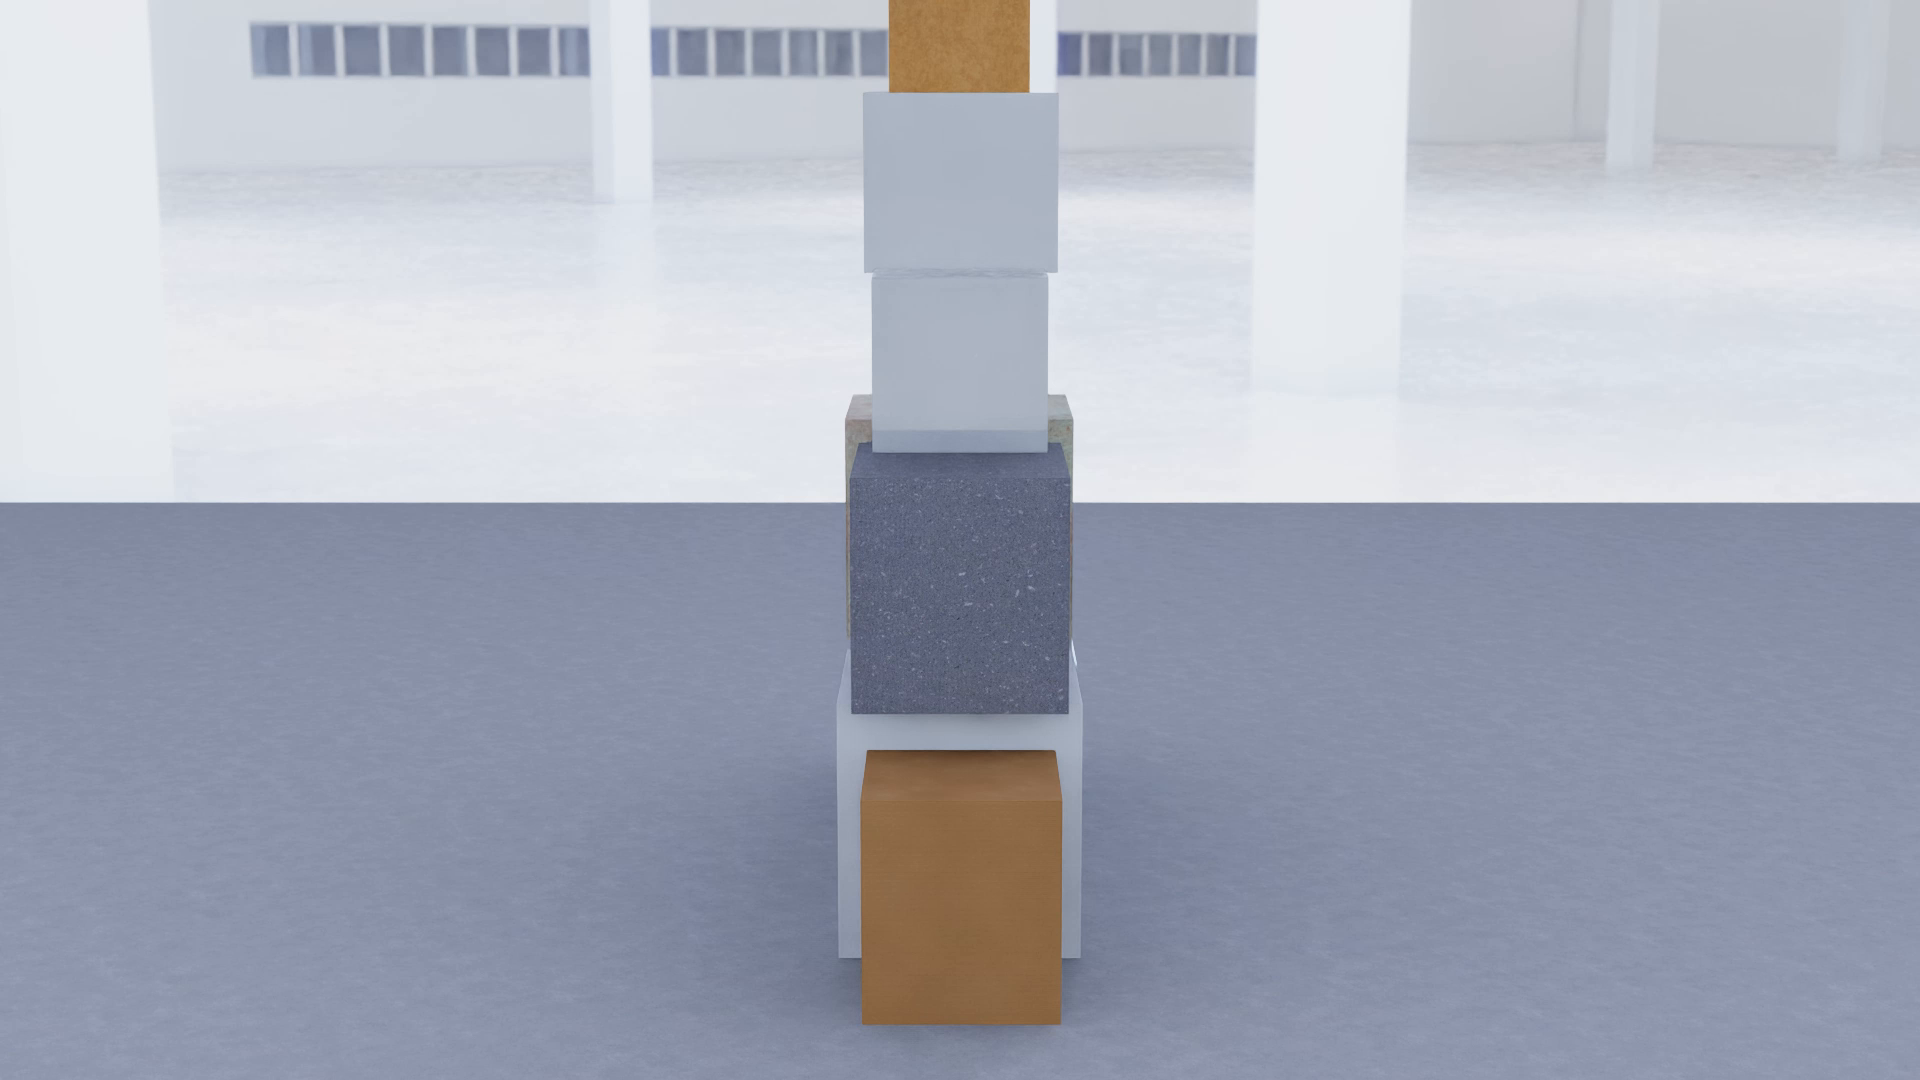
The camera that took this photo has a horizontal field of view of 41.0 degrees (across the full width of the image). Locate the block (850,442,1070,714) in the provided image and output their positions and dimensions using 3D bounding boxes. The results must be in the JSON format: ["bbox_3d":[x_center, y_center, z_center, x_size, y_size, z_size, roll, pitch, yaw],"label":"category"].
[{"bbox_3d":[0.000,0.135,10.365,0.845,0.929,0.955,0,10,0],"label":"block"}]

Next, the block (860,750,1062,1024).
[{"bbox_3d":[0.005,1.322,9.875,0.744,0.866,0.723,0,10,0],"label":"block"}]

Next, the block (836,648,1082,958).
[{"bbox_3d":[-0.001,1.077,10.714,0.973,1.049,0.996,0,10,0],"label":"block"}]

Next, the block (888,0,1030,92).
[{"bbox_3d":[-0.003,-2.198,10.796,0.577,0.622,0.636,0,10,0],"label":"block"}]

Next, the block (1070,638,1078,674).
[{"bbox_3d":[0.017,0.930,11.721,0.982,0.977,1.020,0,10,0],"label":"block"}]

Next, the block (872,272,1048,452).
[{"bbox_3d":[0.000,-0.764,10.719,0.714,0.714,0.634,0,10,0],"label":"block"}]

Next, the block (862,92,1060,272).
[{"bbox_3d":[0.004,-1.531,10.911,0.798,0.732,0.821,0,10,0],"label":"block"}]

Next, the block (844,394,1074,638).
[{"bbox_3d":[-0.003,-0.129,12.017,1.024,1.001,0.916,0,10,0],"label":"block"}]
